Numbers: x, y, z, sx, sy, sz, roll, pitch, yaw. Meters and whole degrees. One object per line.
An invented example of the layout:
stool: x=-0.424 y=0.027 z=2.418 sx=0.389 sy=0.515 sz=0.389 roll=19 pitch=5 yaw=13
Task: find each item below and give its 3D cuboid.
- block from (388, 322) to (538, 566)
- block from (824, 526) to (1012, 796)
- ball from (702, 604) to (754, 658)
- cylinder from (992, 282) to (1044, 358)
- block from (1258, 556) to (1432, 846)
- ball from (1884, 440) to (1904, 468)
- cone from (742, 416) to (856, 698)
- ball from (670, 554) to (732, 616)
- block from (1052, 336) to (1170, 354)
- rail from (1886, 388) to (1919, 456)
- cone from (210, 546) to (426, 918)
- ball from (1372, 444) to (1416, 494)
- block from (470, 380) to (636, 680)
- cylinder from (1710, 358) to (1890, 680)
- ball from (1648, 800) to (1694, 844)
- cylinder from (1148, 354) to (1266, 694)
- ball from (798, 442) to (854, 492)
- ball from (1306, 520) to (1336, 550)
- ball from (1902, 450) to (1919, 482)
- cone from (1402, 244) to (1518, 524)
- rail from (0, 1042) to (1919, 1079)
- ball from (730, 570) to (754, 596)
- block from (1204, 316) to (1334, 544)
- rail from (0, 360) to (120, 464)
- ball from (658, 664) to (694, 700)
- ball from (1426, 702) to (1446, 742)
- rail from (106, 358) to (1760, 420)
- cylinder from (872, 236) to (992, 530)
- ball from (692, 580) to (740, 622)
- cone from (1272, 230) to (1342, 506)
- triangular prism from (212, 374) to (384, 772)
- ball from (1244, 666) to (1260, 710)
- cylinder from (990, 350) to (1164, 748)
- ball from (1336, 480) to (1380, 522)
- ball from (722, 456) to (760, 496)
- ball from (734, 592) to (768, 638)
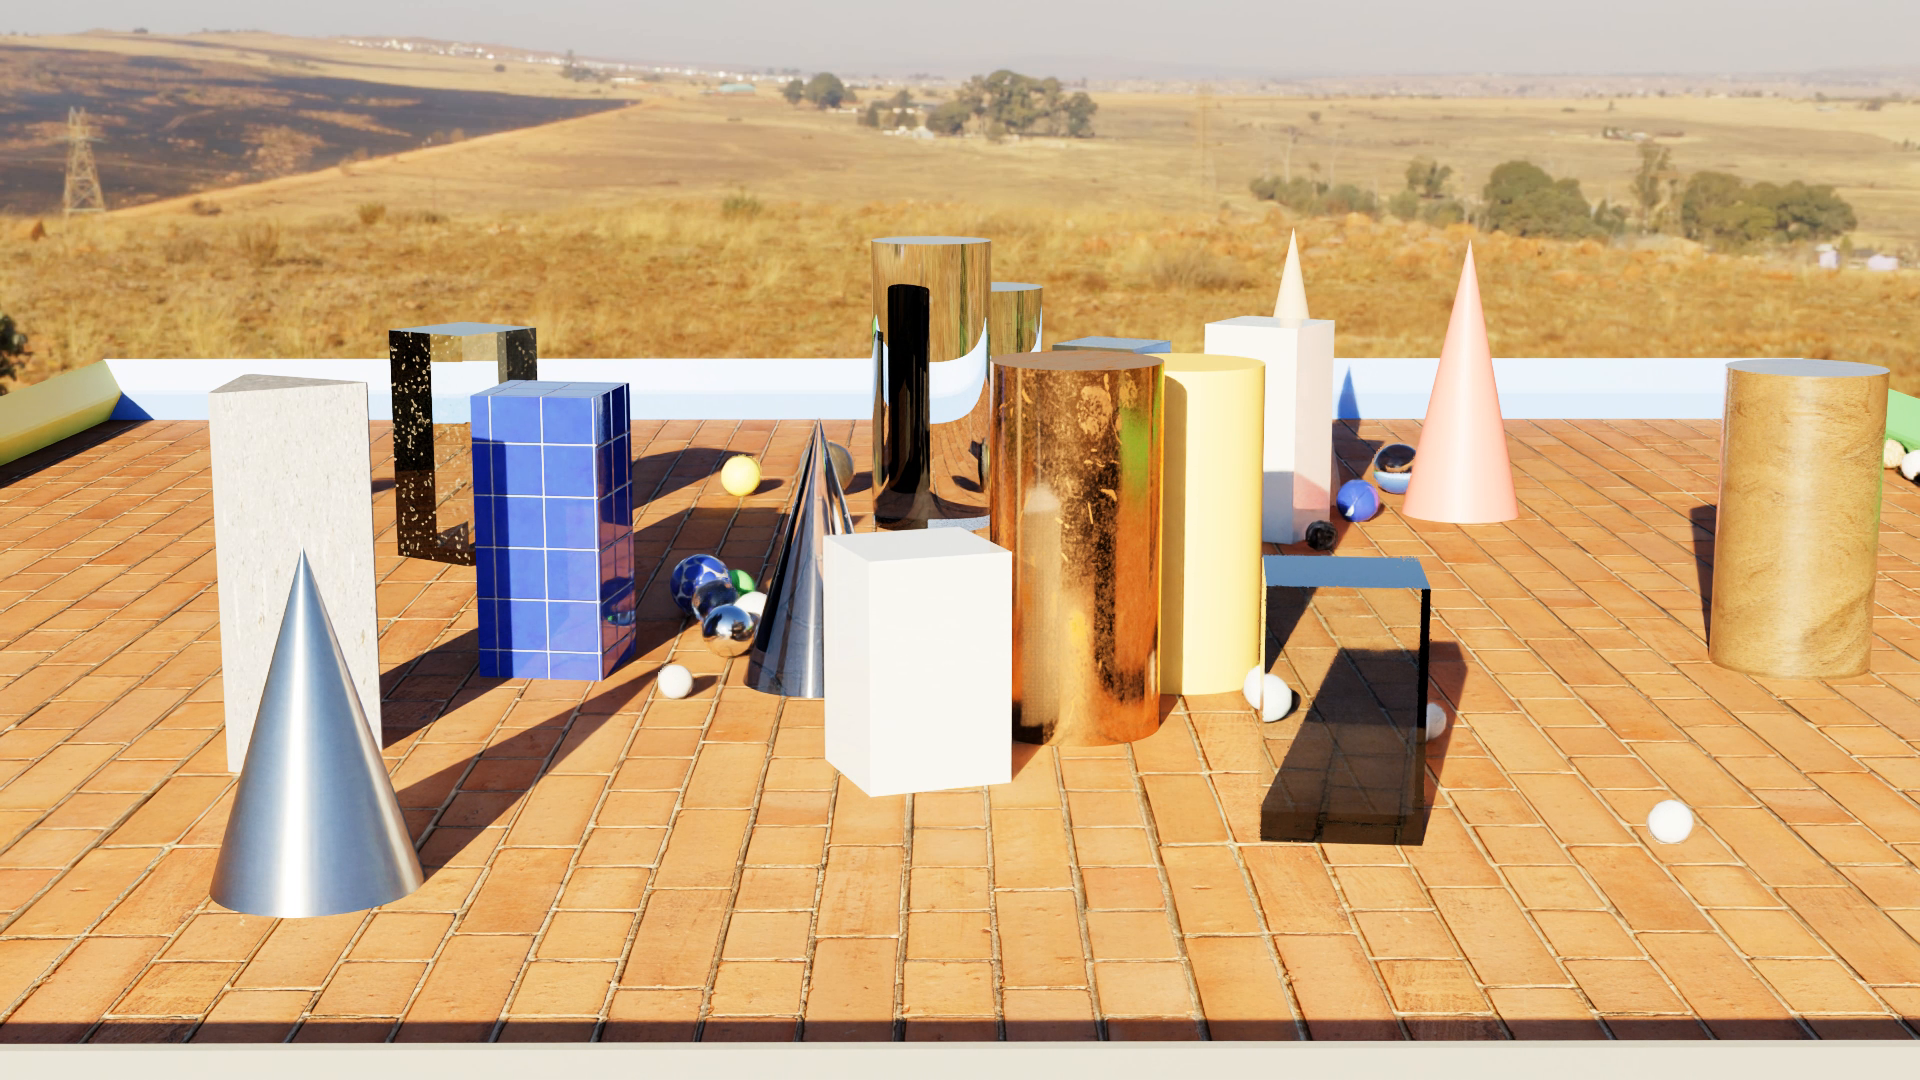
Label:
block: x=-0.735 y=-0.146 z=3.823 sx=0.151 sy=0.338 sz=0.151 roll=7 pitch=13 yaw=34
block: x=-0.045 y=0.122 z=2.650 sx=0.151 sy=0.240 sz=0.151 roll=-4 pitch=11 yaw=-20
ball: x=-0.288 y=0.113 z=3.177 sx=0.066 sy=0.066 sz=0.066 roll=0 pitch=11 yaw=0
cylinder: x=0.050 y=-0.273 z=4.491 sx=0.189 sy=0.341 sz=0.189 roll=0 pitch=11 yaw=0
block: x=0.367 y=0.152 z=2.473 sx=0.151 sy=0.247 sz=0.151 roll=1 pitch=11 yaw=5
ball: x=1.684 y=-0.156 z=4.650 sx=0.054 sy=0.054 sz=0.054 roll=0 pitch=11 yaw=0
cone: x=-0.165 y=0.010 z=3.041 sx=0.189 sy=0.317 sz=0.189 roll=0 pitch=11 yaw=0
ball: x=-0.344 y=0.060 z=3.410 sx=0.083 sy=0.083 sz=0.083 roll=0 pitch=11 yaw=0
block: x=0.260 y=-0.212 z=4.407 sx=0.151 sy=0.254 sz=0.151 roll=6 pitch=12 yaw=29
rail: x=1.724 y=0.030 z=3.459 sx=0.045 sy=0.123 sz=3.746 roll=0 pitch=11 yaw=0
cone: x=-0.577 y=0.156 z=2.278 sx=0.189 sy=0.310 sz=0.189 roll=0 pitch=11 yaw=0
ball: x=0.748 y=-0.122 z=4.378 sx=0.086 sy=0.086 sz=0.086 roll=0 pitch=11 yaw=0
block: x=-0.491 y=-0.015 z=3.112 sx=0.151 sy=0.340 sz=0.151 roll=2 pitch=11 yaw=8
cylinder: x=1.018 y=-0.028 z=3.118 sx=0.189 sy=0.364 sz=0.189 roll=0 pitch=11 yaw=0
ball: x=0.671 y=0.266 z=2.422 sx=0.042 sy=0.042 sz=0.042 roll=0 pitch=11 yaw=0
cylinder: x=0.264 y=-0.023 z=3.051 sx=0.189 sy=0.378 sz=0.189 roll=0 pitch=11 yaw=0
ball: x=-0.226 y=-0.120 z=4.345 sx=0.094 sy=0.094 sz=0.094 roll=0 pitch=11 yaw=0
ball: x=0.544 y=-0.007 z=3.874 sx=0.045 sy=0.045 sz=0.045 roll=0 pitch=11 yaw=0
ball: x=1.684 y=-0.130 z=4.510 sx=0.055 sy=0.055 sz=0.055 roll=0 pitch=11 yaw=0
cone: x=0.819 y=-0.264 z=4.157 sx=0.189 sy=0.446 sz=0.189 roll=0 pitch=11 yaw=0
rail: x=0.011 y=0.371 z=1.631 sx=3.495 sy=0.123 sz=0.045 roll=0 pitch=11 yaw=0
ball: x=-0.303 y=0.066 z=3.463 sx=0.052 sy=0.052 sz=0.052 roll=0 pitch=11 yaw=0
block: x=0.480 y=-0.174 z=3.996 sx=0.151 sy=0.330 sz=0.151 roll=6 pitch=12 yaw=29
rail: x=-1.724 y=0.033 z=3.440 sx=0.045 sy=0.123 sz=3.746 roll=0 pitch=11 yaw=0
ball: x=-0.329 y=0.164 z=2.971 sx=0.040 sy=0.040 sz=0.040 roll=0 pitch=11 yaw=0
ball: x=0.507 y=0.198 z=2.787 sx=0.042 sy=0.042 sz=0.042 roll=0 pitch=11 yaw=0
rail: x=-0.011 y=-0.307 z=5.267 sx=3.495 sy=0.123 sz=0.045 roll=0 pitch=11 yaw=0
cylinder: x=-0.045 y=-0.249 z=4.069 sx=0.189 sy=0.450 sz=0.189 roll=0 pitch=11 yaw=0
ball: x=-0.318 y=0.083 z=3.345 sx=0.063 sy=0.063 sz=0.063 roll=0 pitch=11 yaw=0
cone: x=0.553 y=-0.294 z=4.291 sx=0.189 sy=0.457 sz=0.189 roll=0 pitch=11 yaw=0
triangular prism: x=-0.726 y=0.027 z=2.732 sx=0.164 sy=0.396 sz=0.142 roll=-7 pitch=12 yaw=-32
ball: x=0.349 y=0.168 z=2.914 sx=0.054 sy=0.054 sz=0.054 roll=0 pitch=11 yaw=0
cylinder: x=0.127 y=0.005 z=2.819 sx=0.189 sy=0.408 sz=0.189 roll=0 pitch=11 yaw=0
ball: x=0.638 y=-0.063 z=4.114 sx=0.069 sy=0.069 sz=0.069 roll=0 pitch=11 yaw=0
ball: x=-0.372 y=-0.108 z=4.357 sx=0.067 sy=0.067 sz=0.067 roll=0 pitch=11 yaw=0
ball: x=-0.262 y=0.096 z=3.279 sx=0.060 sy=0.060 sz=0.060 roll=0 pitch=11 yaw=0
